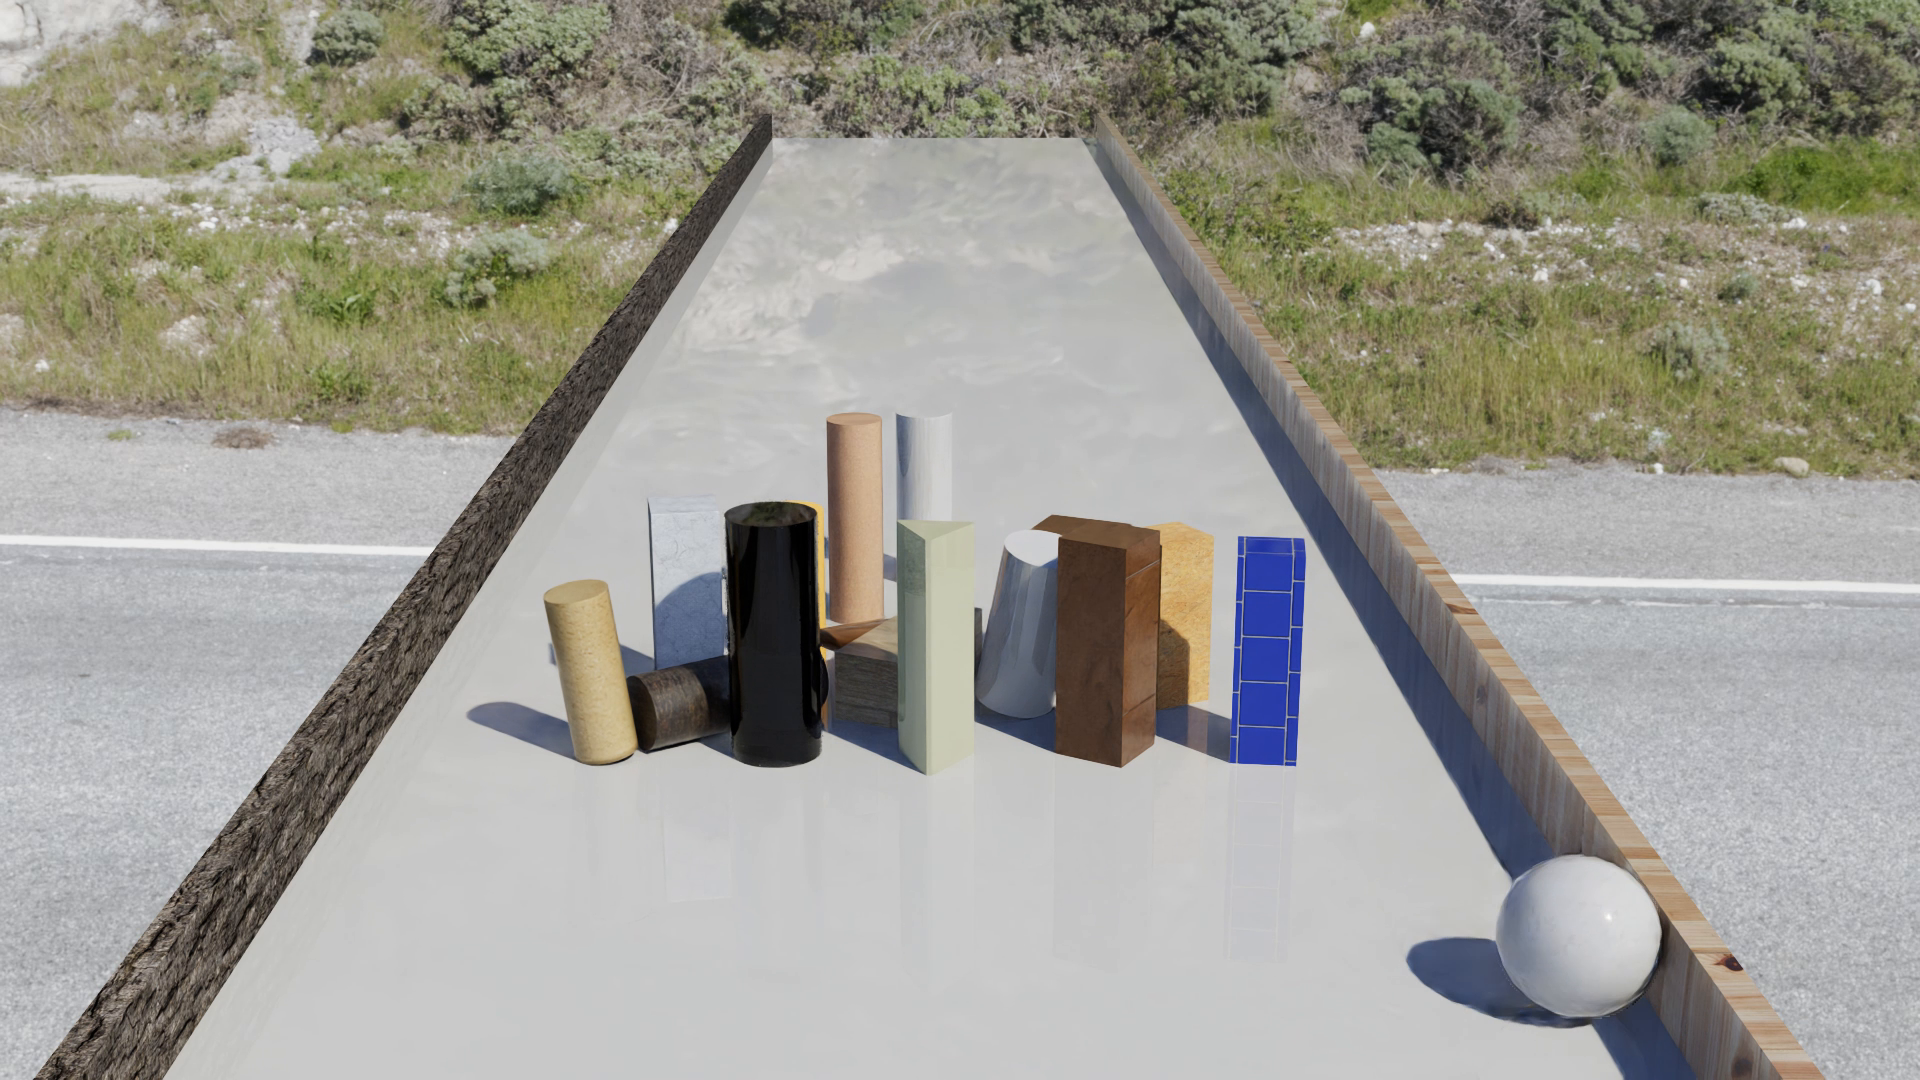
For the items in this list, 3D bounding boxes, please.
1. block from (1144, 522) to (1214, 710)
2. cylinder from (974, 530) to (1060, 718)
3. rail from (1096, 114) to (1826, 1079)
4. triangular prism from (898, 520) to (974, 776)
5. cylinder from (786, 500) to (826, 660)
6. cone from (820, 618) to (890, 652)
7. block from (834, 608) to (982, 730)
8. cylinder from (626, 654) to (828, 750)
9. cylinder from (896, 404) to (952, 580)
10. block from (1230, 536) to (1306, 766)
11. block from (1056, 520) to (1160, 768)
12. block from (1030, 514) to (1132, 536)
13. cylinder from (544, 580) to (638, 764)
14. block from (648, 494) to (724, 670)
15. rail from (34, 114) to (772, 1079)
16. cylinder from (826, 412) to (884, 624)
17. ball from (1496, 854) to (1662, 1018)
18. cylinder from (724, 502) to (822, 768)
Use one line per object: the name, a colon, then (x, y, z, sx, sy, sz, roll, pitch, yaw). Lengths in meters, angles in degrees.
block: (0.395, 0.143, 4.175, 0.118, 0.325, 0.118, -9, 19, -28)
cylinder: (0.130, 0.157, 4.099, 0.155, 0.315, 0.155, 9, 26, -4)
rail: (0.932, -0.844, 7.801, 0.050, 0.150, 12.000, 0, 17, -1)
triangular prism: (-0.062, 0.181, 3.864, 0.116, 0.430, 0.134, 12, 20, 34)
cylinder: (-0.335, 0.089, 4.382, 0.131, 0.311, 0.131, 0, 17, 0)
cone: (-0.232, 0.188, 4.170, 0.101, 0.101, 0.428, 7, -2, 23)
block: (-0.094, 0.233, 4.212, 0.131, 0.131, 0.353, 8, 18, 26)
cylinder: (-0.430, 0.281, 4.042, 0.358, 0.137, 0.137, -11, 20, -34)
cylinder: (-0.080, -0.097, 4.875, 0.124, 0.386, 0.124, 0, 17, 0)
block: (0.543, 0.196, 3.890, 0.117, 0.386, 0.117, 2, 17, 7)
block: (0.262, 0.183, 3.905, 0.133, 0.403, 0.133, 10, 19, 30)
block: (0.222, 0.130, 4.247, 0.165, 0.310, 0.165, 7, 18, 23)
cylinder: (-0.651, 0.233, 3.883, 0.114, 0.307, 0.114, -7, 19, 2)
block: (-0.515, 0.120, 4.142, 0.125, 0.389, 0.125, -3, 17, -10)
rail: (-1.118, -0.838, 7.780, 0.050, 0.150, 12.000, 0, 17, -1)
cylinder: (-0.219, -0.044, 4.617, 0.115, 0.432, 0.115, 0, 17, 0)
ball: (0.848, 0.543, 3.016, 0.220, 0.220, 0.220, 0, 17, 0)
cylinder: (-0.329, 0.167, 3.889, 0.162, 0.443, 0.162, 0, 17, 0)
